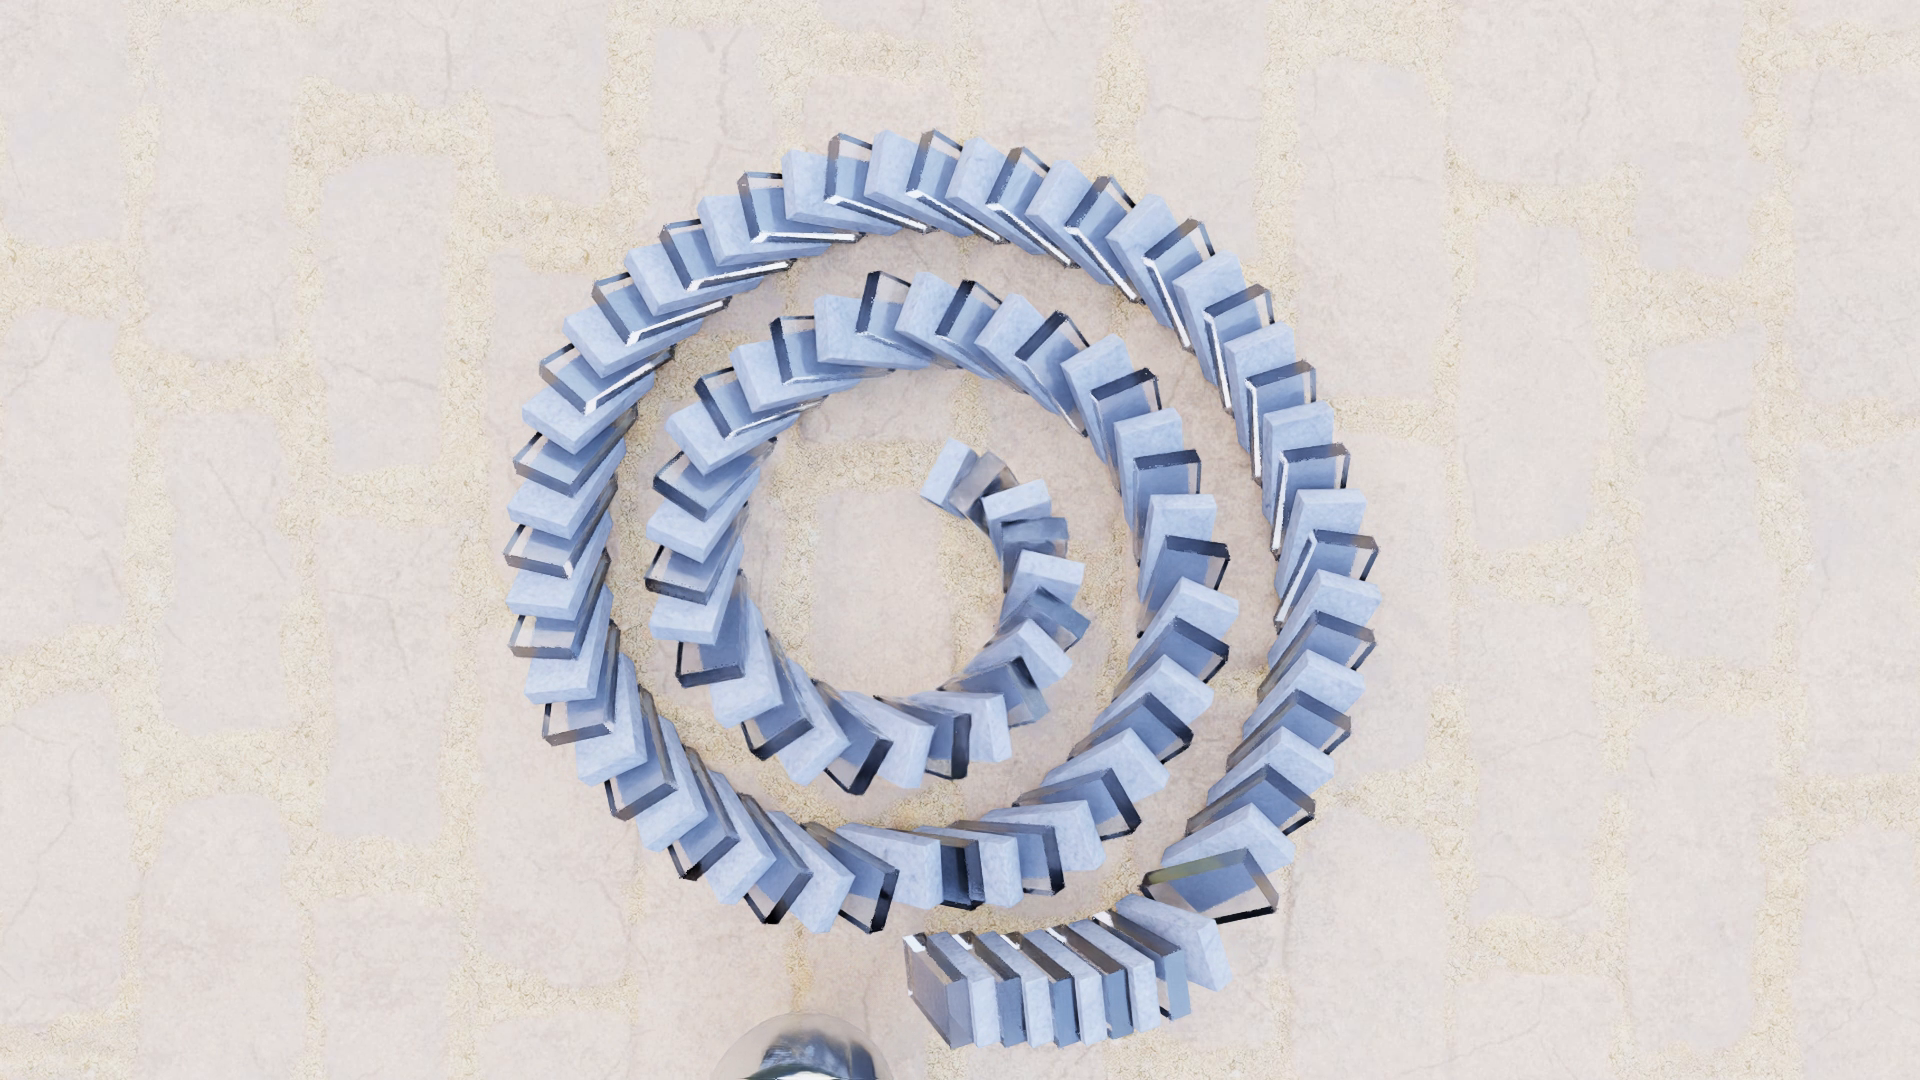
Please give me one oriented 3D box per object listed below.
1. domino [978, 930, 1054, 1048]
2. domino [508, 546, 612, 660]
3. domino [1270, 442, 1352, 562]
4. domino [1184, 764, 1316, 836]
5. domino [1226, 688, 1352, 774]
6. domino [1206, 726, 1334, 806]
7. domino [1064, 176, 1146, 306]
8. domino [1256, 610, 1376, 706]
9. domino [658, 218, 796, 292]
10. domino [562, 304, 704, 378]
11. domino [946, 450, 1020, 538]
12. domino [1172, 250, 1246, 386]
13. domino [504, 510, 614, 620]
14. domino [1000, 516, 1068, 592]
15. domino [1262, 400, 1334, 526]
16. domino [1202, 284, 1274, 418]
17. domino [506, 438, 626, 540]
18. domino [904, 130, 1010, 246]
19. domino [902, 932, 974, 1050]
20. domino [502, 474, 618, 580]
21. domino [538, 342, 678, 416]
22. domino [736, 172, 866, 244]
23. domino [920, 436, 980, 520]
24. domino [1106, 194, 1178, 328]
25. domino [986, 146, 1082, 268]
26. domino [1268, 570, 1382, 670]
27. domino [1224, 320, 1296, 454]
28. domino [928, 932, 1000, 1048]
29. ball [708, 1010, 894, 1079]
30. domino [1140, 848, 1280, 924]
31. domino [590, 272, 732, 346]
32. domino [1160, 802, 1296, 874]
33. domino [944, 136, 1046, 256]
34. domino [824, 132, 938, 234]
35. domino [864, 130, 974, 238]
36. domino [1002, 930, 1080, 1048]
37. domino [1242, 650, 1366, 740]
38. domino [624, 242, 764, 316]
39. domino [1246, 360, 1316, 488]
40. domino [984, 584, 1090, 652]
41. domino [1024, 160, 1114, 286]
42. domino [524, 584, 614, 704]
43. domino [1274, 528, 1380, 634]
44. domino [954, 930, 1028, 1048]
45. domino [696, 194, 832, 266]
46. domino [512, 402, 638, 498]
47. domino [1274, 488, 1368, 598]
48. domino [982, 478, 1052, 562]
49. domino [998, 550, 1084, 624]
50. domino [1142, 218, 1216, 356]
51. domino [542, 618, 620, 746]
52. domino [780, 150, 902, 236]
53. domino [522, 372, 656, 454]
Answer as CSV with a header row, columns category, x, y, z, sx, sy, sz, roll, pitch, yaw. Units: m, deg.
category,x,y,z,sx,sy,sz,roll,pitch,yaw
domino,0.021,0.182,0.375,0.009,0.050,0.025,-6,90,-22
domino,-0.166,0.025,0.381,0.025,0.009,0.050,3,53,1
domino,0.145,-0.015,0.381,0.025,0.010,0.050,-8,126,0
domino,0.120,0.116,0.381,0.025,0.009,0.050,38,126,0
domino,0.136,0.086,0.381,0.025,0.010,0.050,29,126,0
domino,0.128,0.101,0.381,0.025,0.009,0.050,33,126,0
domino,0.068,-0.124,0.381,0.050,0.010,0.025,35,90,-37
domino,0.147,0.054,0.381,0.025,0.009,0.050,20,127,0
domino,-0.096,-0.121,0.381,0.050,0.009,0.025,-26,90,-37
domino,-0.135,-0.089,0.381,0.025,0.009,0.050,50,53,0
domino,0.012,-0.018,0.375,0.010,0.050,0.025,40,90,18
domino,0.108,-0.092,0.381,0.025,0.009,0.050,-32,127,0
domino,-0.166,0.009,0.381,0.025,0.009,0.050,6,53,0
domino,0.030,0.007,0.375,0.025,0.050,0.010,-4,64,0
domino,0.140,-0.031,0.381,0.025,0.009,0.050,-13,126,0
domino,0.119,-0.078,0.381,0.025,0.010,0.050,-26,127,0
domino,-0.162,-0.026,0.381,0.025,0.009,0.050,18,53,0
domino,0.003,-0.146,0.381,0.050,0.010,0.025,16,90,-37
domino,-0.010,0.183,0.375,0.010,0.050,0.025,-6,90,-22
domino,-0.165,-0.009,0.381,0.025,0.009,0.050,13,53,0
domino,-0.146,-0.075,0.381,0.025,0.010,0.050,41,52,1
domino,-0.065,-0.138,0.381,0.050,0.010,0.025,-13,90,-37
domino,-0.001,-0.024,0.375,0.009,0.050,0.025,27,90,12
domino,0.083,-0.115,0.381,0.025,0.009,0.050,-46,127,0
domino,0.036,-0.137,0.381,0.050,0.010,0.025,25,90,-36
domino,0.151,0.037,0.381,0.025,0.009,0.050,15,127,-1
domino,0.127,-0.063,0.381,0.025,0.010,0.050,-22,127,0
domino,0.001,0.183,0.375,0.009,0.050,0.025,-6,90,-22
ball,-0.063,0.230,0.360,0.080,0.080,0.080,0,90,0
domino,0.103,0.146,0.381,0.050,0.010,0.025,-31,96,35
domino,-0.123,-0.101,0.381,0.050,0.010,0.025,-35,90,-37
domino,0.111,0.131,0.381,0.025,0.010,0.050,45,126,0
domino,0.020,-0.142,0.381,0.050,0.010,0.025,20,90,-37
domino,-0.031,-0.147,0.381,0.050,0.010,0.025,5,89,-37
domino,-0.014,-0.147,0.381,0.050,0.009,0.025,10,89,-37
domino,0.032,0.182,0.375,0.009,0.050,0.025,-6,90,-22
domino,0.142,0.070,0.381,0.025,0.009,0.050,25,126,0
domino,-0.110,-0.112,0.381,0.050,0.010,0.025,-29,90,-37
domino,0.134,-0.047,0.381,0.025,0.009,0.050,-17,126,0
domino,0.031,0.039,0.377,0.025,0.050,0.009,36,57,0
domino,0.052,-0.131,0.381,0.050,0.010,0.025,30,90,-36
domino,-0.162,0.043,0.381,0.025,0.010,0.050,-6,53,1
domino,0.151,0.020,0.381,0.025,0.010,0.050,8,127,0
domino,0.011,0.182,0.375,0.009,0.050,0.025,-6,90,-22
domino,-0.081,-0.130,0.381,0.050,0.010,0.025,-20,90,-37
domino,-0.159,-0.043,0.381,0.025,0.010,0.050,24,53,0
domino,0.149,0.002,0.381,0.025,0.009,0.050,-1,127,0
domino,0.024,-0.007,0.375,0.025,0.050,0.010,-18,69,0
domino,0.033,0.022,0.376,0.025,0.050,0.010,13,60,0
domino,0.097,-0.104,0.381,0.025,0.010,0.050,-38,127,-1
domino,-0.157,0.059,0.381,0.025,0.010,0.050,-12,52,0
domino,-0.049,-0.144,0.381,0.050,0.010,0.025,-5,90,-38
domino,-0.153,-0.060,0.381,0.025,0.009,0.050,33,52,0
